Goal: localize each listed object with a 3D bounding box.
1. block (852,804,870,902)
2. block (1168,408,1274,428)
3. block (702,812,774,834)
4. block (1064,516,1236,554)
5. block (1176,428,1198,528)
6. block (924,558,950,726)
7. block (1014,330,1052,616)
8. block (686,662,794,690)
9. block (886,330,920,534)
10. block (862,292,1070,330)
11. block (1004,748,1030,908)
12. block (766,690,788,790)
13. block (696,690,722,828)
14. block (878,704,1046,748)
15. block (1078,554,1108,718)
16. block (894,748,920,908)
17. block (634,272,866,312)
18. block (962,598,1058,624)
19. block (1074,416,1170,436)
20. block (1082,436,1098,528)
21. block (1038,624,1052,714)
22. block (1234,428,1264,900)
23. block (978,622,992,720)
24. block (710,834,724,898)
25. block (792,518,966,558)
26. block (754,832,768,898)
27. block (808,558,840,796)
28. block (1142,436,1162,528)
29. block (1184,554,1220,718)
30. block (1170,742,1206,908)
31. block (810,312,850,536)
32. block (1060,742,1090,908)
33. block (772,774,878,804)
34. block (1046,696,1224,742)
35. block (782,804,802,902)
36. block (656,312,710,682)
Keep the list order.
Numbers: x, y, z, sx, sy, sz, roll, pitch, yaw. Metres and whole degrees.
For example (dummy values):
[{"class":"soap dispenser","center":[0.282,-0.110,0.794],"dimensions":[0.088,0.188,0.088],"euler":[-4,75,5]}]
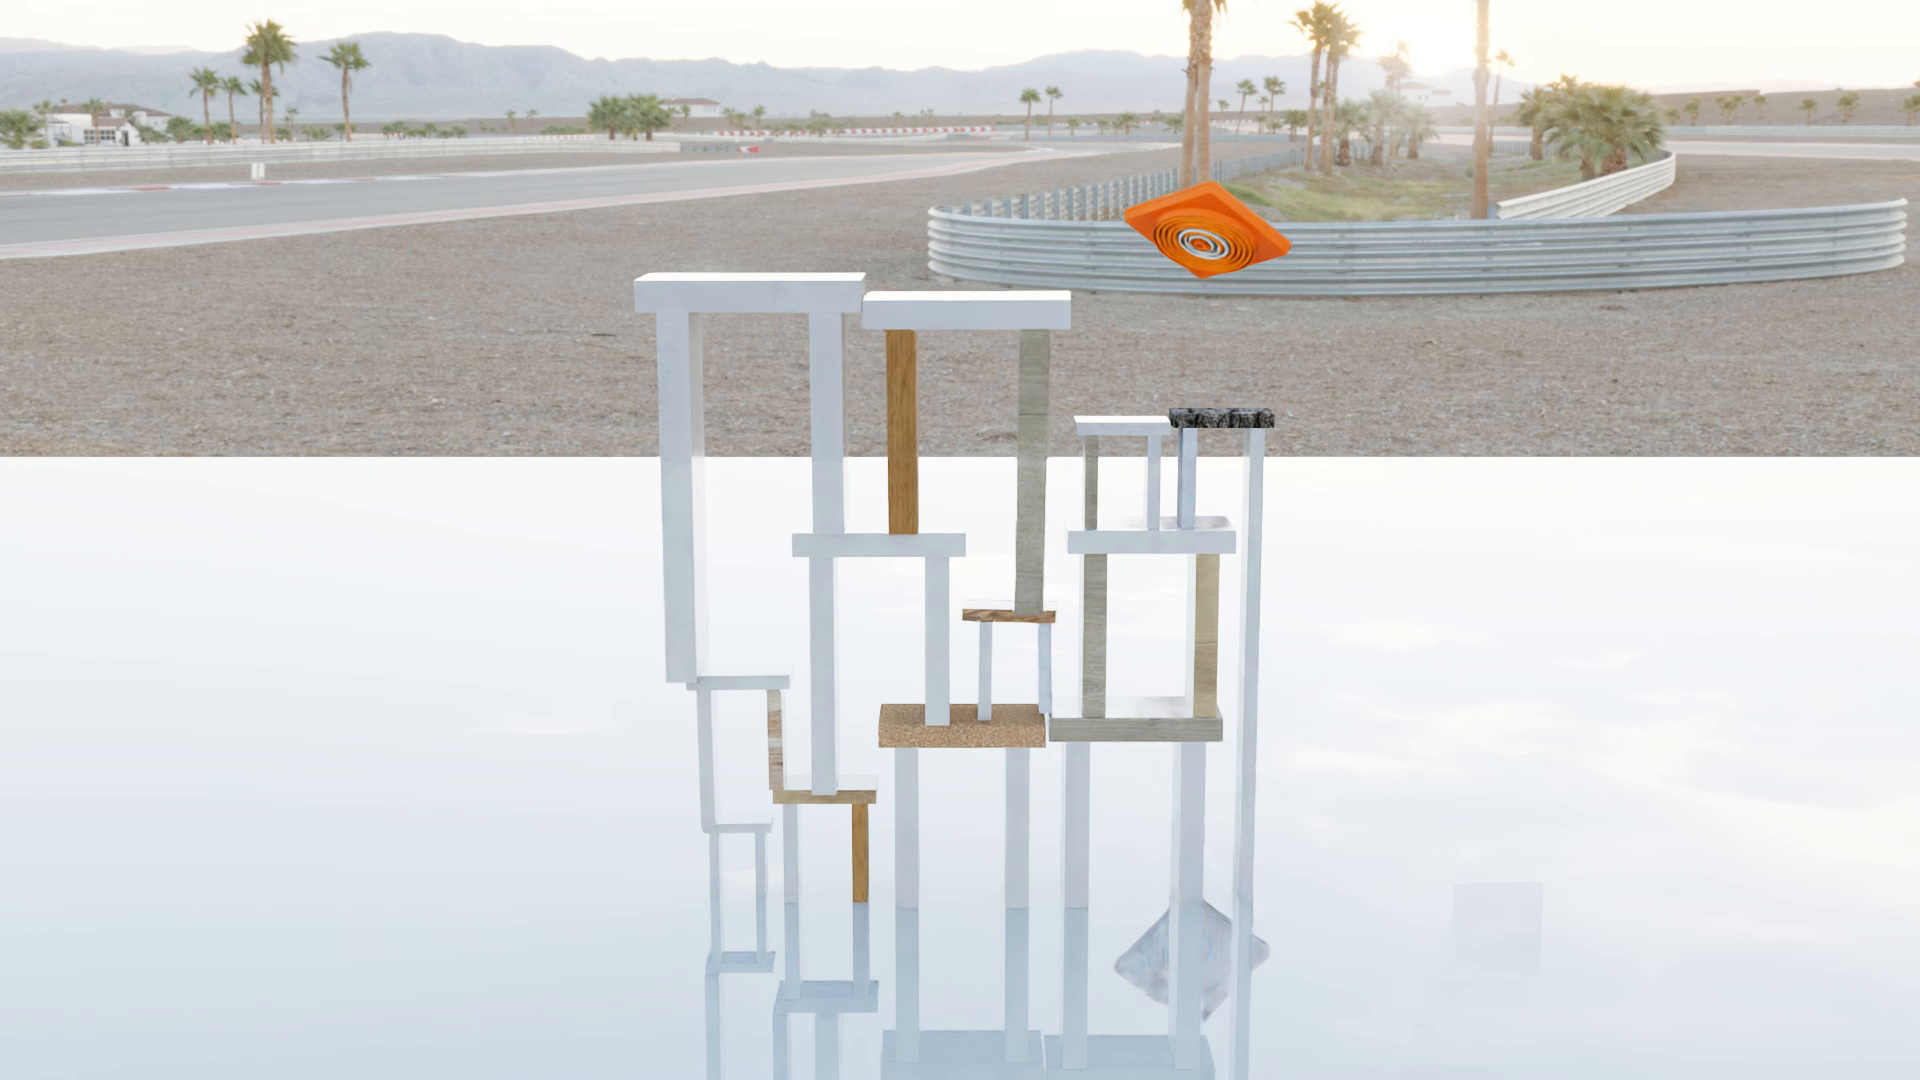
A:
[{"class":"block","center":[-0.165,0.507,3.653],"dimensions":[0.024,0.169,0.085],"euler":[0,11,0]},{"class":"block","center":[0.419,-0.196,3.528],"dimensions":[0.160,0.023,0.080],"euler":[0,11,0]},{"class":"block","center":[-0.368,0.469,3.649],"dimensions":[0.113,0.016,0.057],"euler":[-1,11,0]},{"class":"block","center":[0.306,-0.009,3.563],"dimensions":[0.268,0.038,0.134],"euler":[0,11,0]},{"class":"block","center":[0.366,-0.106,3.545],"dimensions":[0.023,0.160,0.080],"euler":[0,11,0]},{"class":"block","center":[-0.036,0.151,3.585],"dimensions":[0.039,0.276,0.138],"euler":[0,11,0]},{"class":"block","center":[0.117,-0.118,3.525],"dimensions":[0.046,0.454,0.162],"euler":[1,11,3]},{"class":"block","center":[-0.359,0.223,3.594],"dimensions":[0.168,0.024,0.084],"euler":[-1,11,0]},{"class":"block","center":[-0.091,-0.183,3.520],"dimensions":[0.046,0.324,0.162],"euler":[0,11,0]},{"class":"block","center":[0.013,-0.364,3.482],"dimensions":[0.324,0.046,0.162],"euler":[0,11,2]},{"class":"block","center":[0.094,0.457,3.645],"dimensions":[0.038,0.271,0.135],"euler":[0,11,0]},{"class":"block","center":[-0.301,0.318,3.614],"dimensions":[0.024,0.168,0.084],"euler":[-1,11,0]},{"class":"block","center":[-0.413,0.350,3.619],"dimensions":[0.024,0.232,0.084],"euler":[-1,11,0]},{"class":"block","center":[0.003,0.305,3.617],"dimensions":[0.271,0.038,0.135],"euler":[0,11,0]},{"class":"block","center":[0.216,0.142,3.591],"dimensions":[0.038,0.268,0.134],"euler":[0,11,0]},{"class":"block","center":[-0.087,0.457,3.645],"dimensions":[0.038,0.271,0.135],"euler":[0,11,0]},{"class":"block","center":[-0.328,-0.392,3.481],"dimensions":[0.350,0.050,0.175],"euler":[0,11,0]},{"class":"block","center":[0.082,0.115,3.577],"dimensions":[0.152,0.022,0.076],"euler":[1,11,5]},{"class":"block","center":[0.259,-0.183,3.523],"dimensions":[0.149,0.021,0.075],"euler":[0,11,0]},{"class":"block","center":[0.209,-0.099,3.539],"dimensions":[0.021,0.149,0.075],"euler":[0,11,0]},{"class":"block","center":[0.139,0.200,3.596],"dimensions":[0.022,0.152,0.076],"euler":[0,11,3]},{"class":"block","center":[0.473,0.202,3.602],"dimensions":[0.023,0.787,0.080],"euler":[0,11,0]},{"class":"block","center":[0.041,0.206,3.594],"dimensions":[0.022,0.163,0.076],"euler":[1,11,0]},{"class":"block","center":[-0.406,0.534,3.661],"dimensions":[0.016,0.113,0.057],"euler":[0,11,0]},{"class":"block","center":[-0.129,-0.004,3.555],"dimensions":[0.276,0.039,0.138],"euler":[0,11,0]},{"class":"block","center":[-0.330,0.534,3.661],"dimensions":[0.016,0.113,0.057],"euler":[0,11,0]},{"class":"block","center":[-0.221,0.208,3.595],"dimensions":[0.039,0.392,0.138],"euler":[0,11,0]},{"class":"block","center":[0.309,-0.099,3.538],"dimensions":[0.021,0.149,0.075],"euler":[0,11,0]},{"class":"block","center":[0.395,0.142,3.591],"dimensions":[0.038,0.268,0.134],"euler":[0,11,0]},{"class":"block","center":[0.378,0.452,3.645],"dimensions":[0.040,0.281,0.140],"euler":[0,11,0]},{"class":"block","center":[-0.208,-0.196,3.519],"dimensions":[0.050,0.350,0.175],"euler":[0,11,0]},{"class":"block","center":[0.191,0.452,3.645],"dimensions":[0.040,0.281,0.140],"euler":[0,11,0]},{"class":"block","center":[-0.222,0.412,3.635],"dimensions":[0.169,0.024,0.085],"euler":[0,11,0]},{"class":"block","center":[0.284,0.294,3.616],"dimensions":[0.281,0.040,0.140],"euler":[0,11,0]},{"class":"block","center":[-0.278,0.507,3.653],"dimensions":[0.024,0.169,0.085],"euler":[0,11,0]},{"class":"block","center":[-0.445,-0.078,3.540],"dimensions":[0.050,0.590,0.175],"euler":[0,11,0]}]
